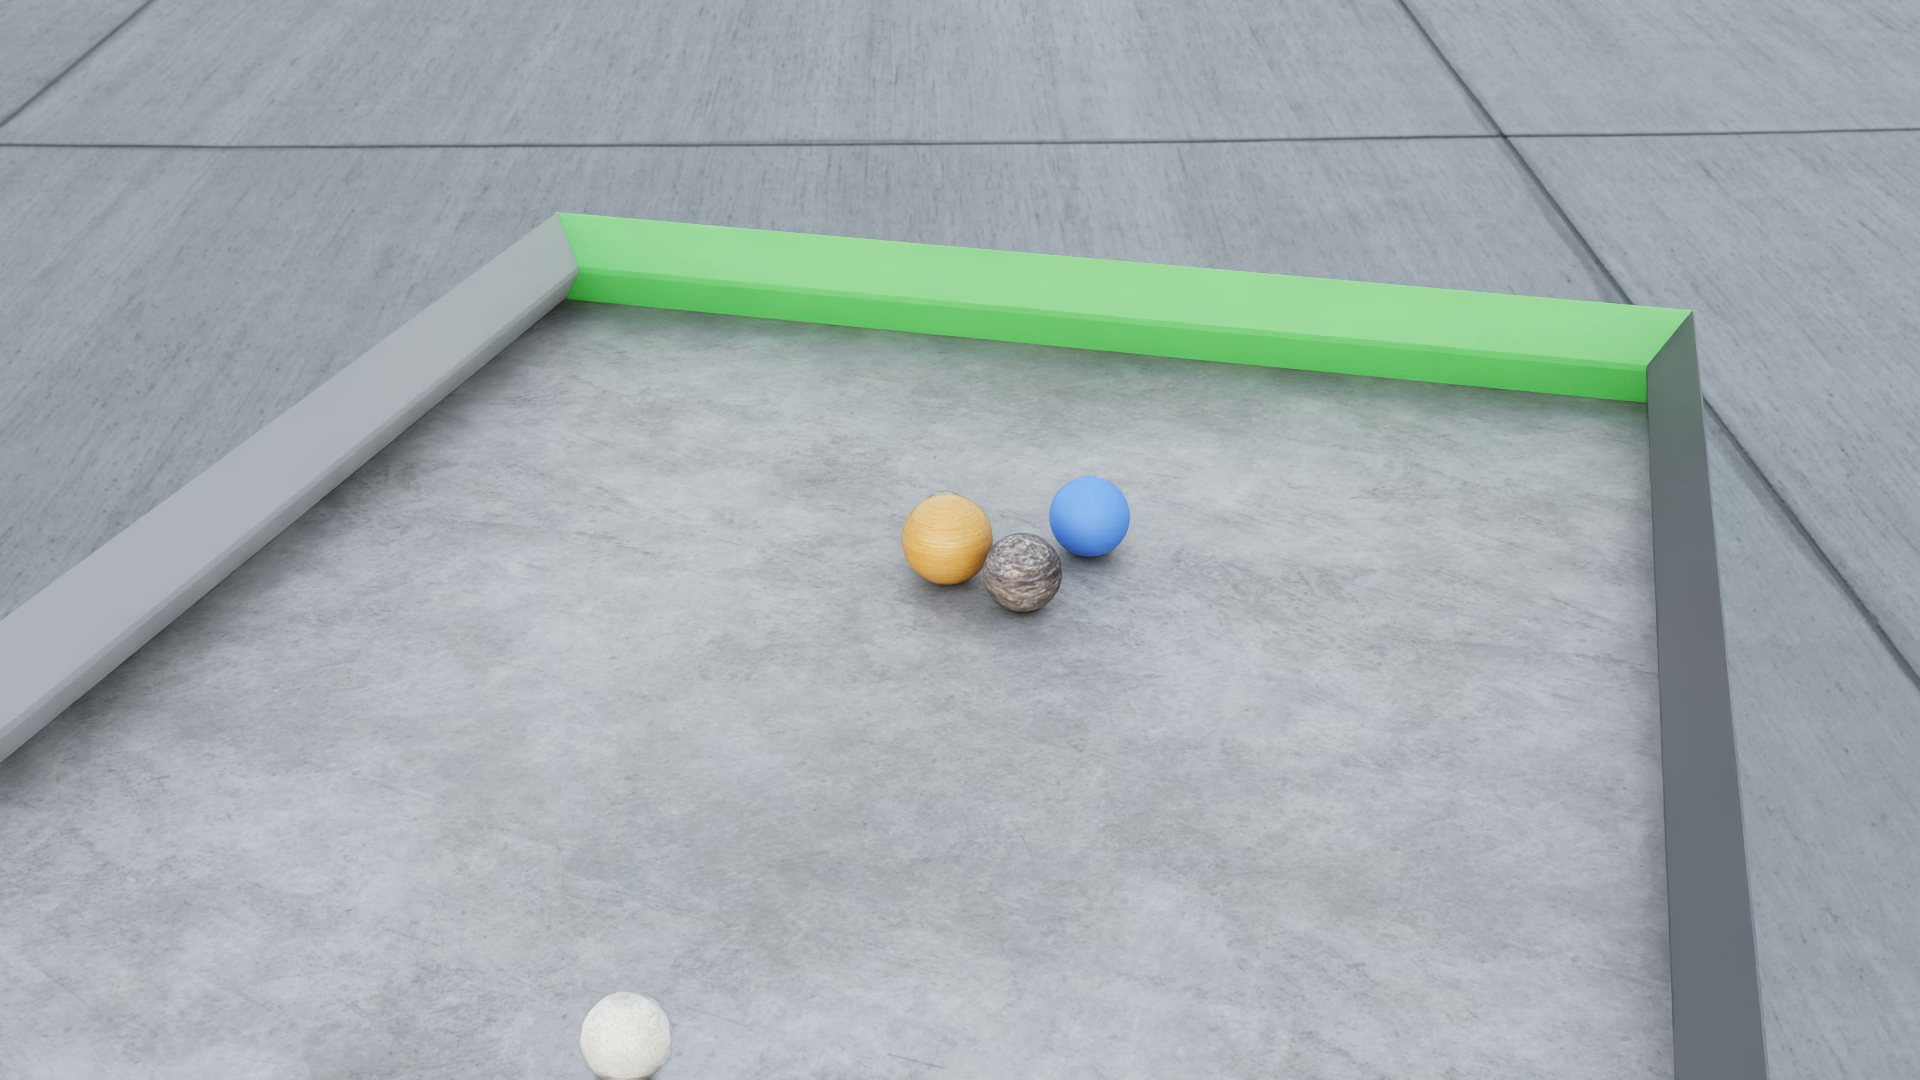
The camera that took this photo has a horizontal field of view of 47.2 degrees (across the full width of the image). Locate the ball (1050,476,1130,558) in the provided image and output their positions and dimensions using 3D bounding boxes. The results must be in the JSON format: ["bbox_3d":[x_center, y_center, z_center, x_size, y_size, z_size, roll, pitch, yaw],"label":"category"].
[{"bbox_3d":[0.130,-0.024,2.211,0.081,0.081,0.081,0,27,0],"label":"ball"}]

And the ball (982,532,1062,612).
[{"bbox_3d":[0.060,0.031,2.107,0.076,0.076,0.076,0,27,0],"label":"ball"}]

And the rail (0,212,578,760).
[{"bbox_3d":[-0.818,0.174,1.773,0.045,0.117,2.511,7,27,13],"label":"rail"}]

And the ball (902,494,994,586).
[{"bbox_3d":[-0.012,-0.001,2.156,0.090,0.090,0.090,0,27,0],"label":"ball"}]

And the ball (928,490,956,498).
[{"bbox_3d":[-0.015,-0.025,2.246,0.052,0.052,0.052,0,27,0],"label":"ball"}]

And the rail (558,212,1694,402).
[{"bbox_3d":[0.154,-0.281,2.684,1.409,0.117,0.045,7,27,13],"label":"rail"}]

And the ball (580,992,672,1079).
[{"bbox_3d":[-0.228,0.340,1.504,0.062,0.062,0.062,0,27,0],"label":"ball"}]

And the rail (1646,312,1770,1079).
[{"bbox_3d":[0.498,0.329,1.463,0.045,0.117,2.511,7,27,13],"label":"rail"}]
